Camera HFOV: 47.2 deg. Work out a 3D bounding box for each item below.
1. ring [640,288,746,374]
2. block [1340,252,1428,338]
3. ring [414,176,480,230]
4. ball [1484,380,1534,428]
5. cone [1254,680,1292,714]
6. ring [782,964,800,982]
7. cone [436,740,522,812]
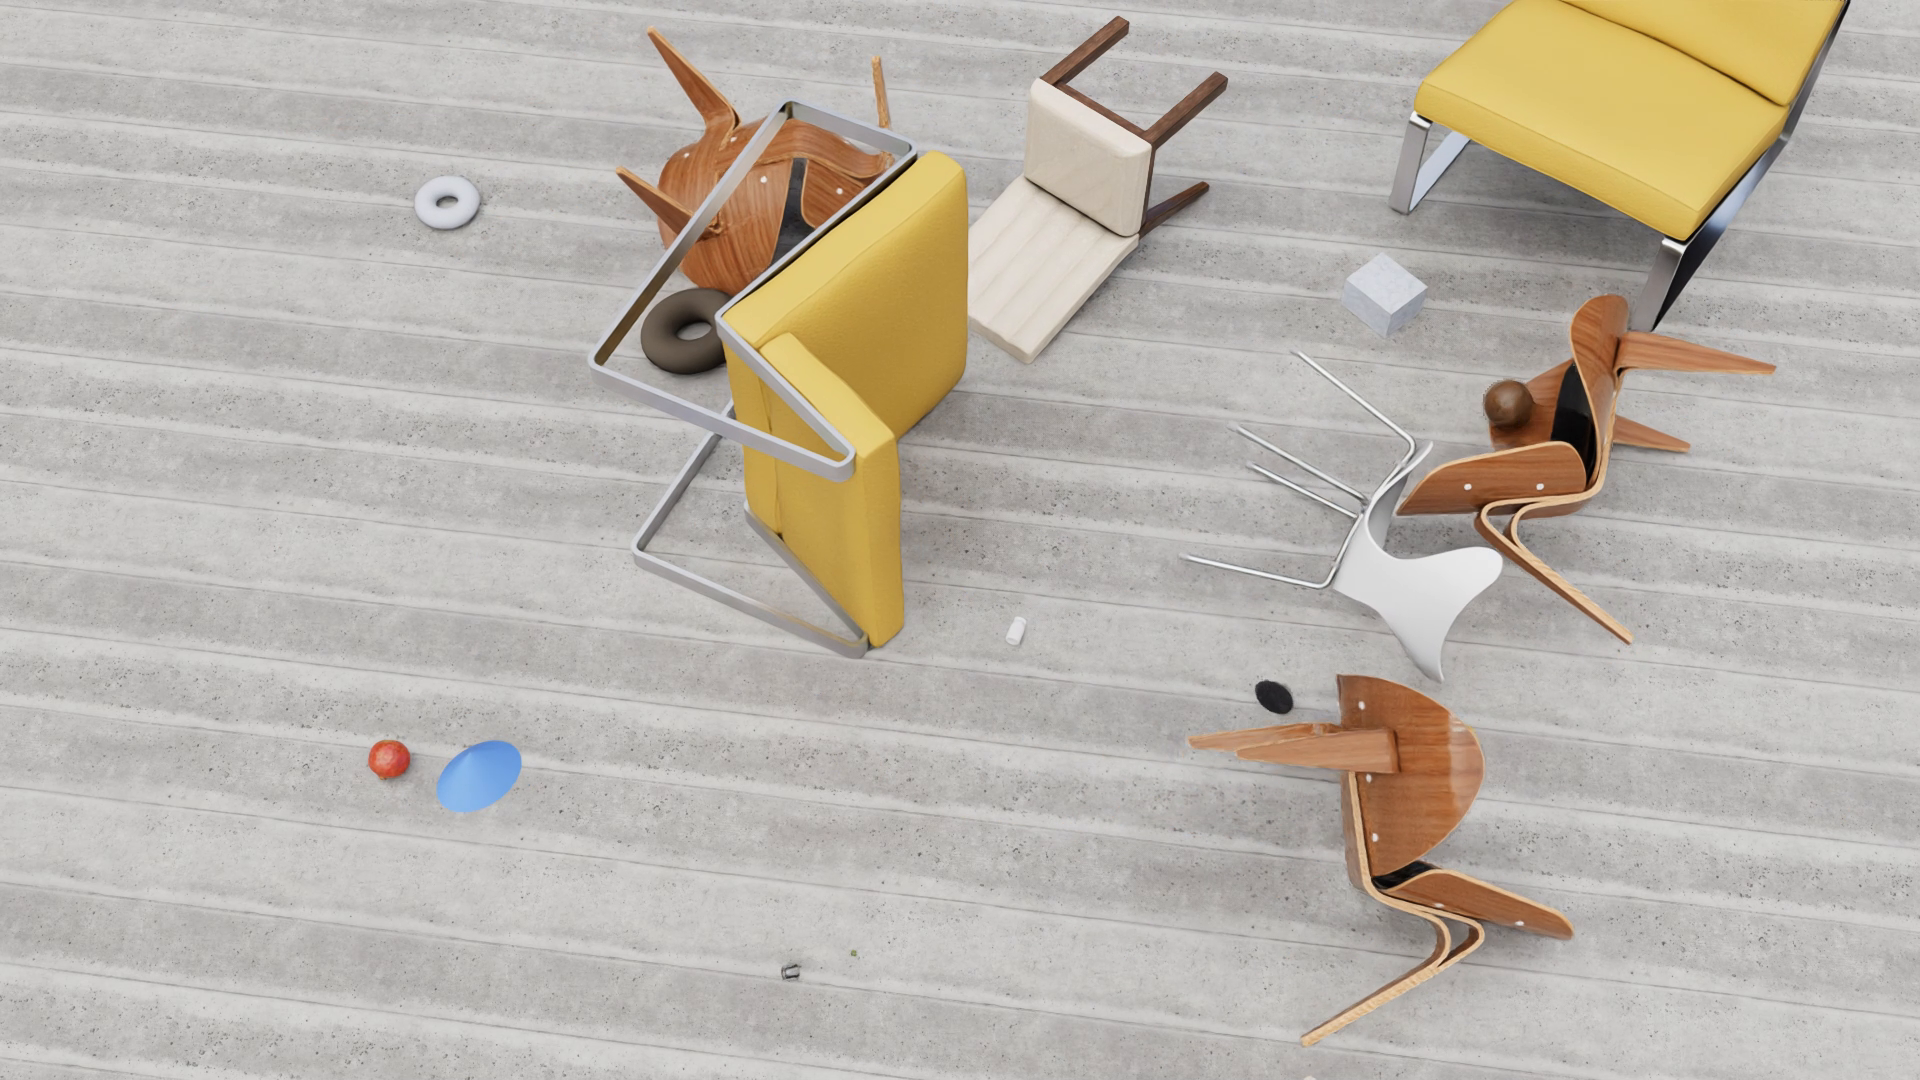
[{"bbox_3d":[-0.841,-0.662,6.951,0.347,0.114,0.301,-28,62,-17],"label":"ring"},{"bbox_3d":[1.354,-0.782,7.026,0.170,0.121,0.195,-36,63,-22],"label":"block"},{"bbox_3d":[-1.700,-1.119,7.286,0.217,0.066,0.217,-6,57,-5],"label":"ring"},{"bbox_3d":[1.671,-0.412,6.695,0.149,0.149,0.149,0,56,0],"label":"ball"},{"bbox_3d":[0.912,0.428,6.261,0.120,0.094,0.093,31,34,18],"label":"cone"},{"bbox_3d":[-0.446,1.137,5.780,0.039,0.055,0.049,-8,71,-22],"label":"ring"},{"bbox_3d":[-1.340,0.619,6.074,0.257,0.140,0.193,-38,64,-23],"label":"cone"}]
